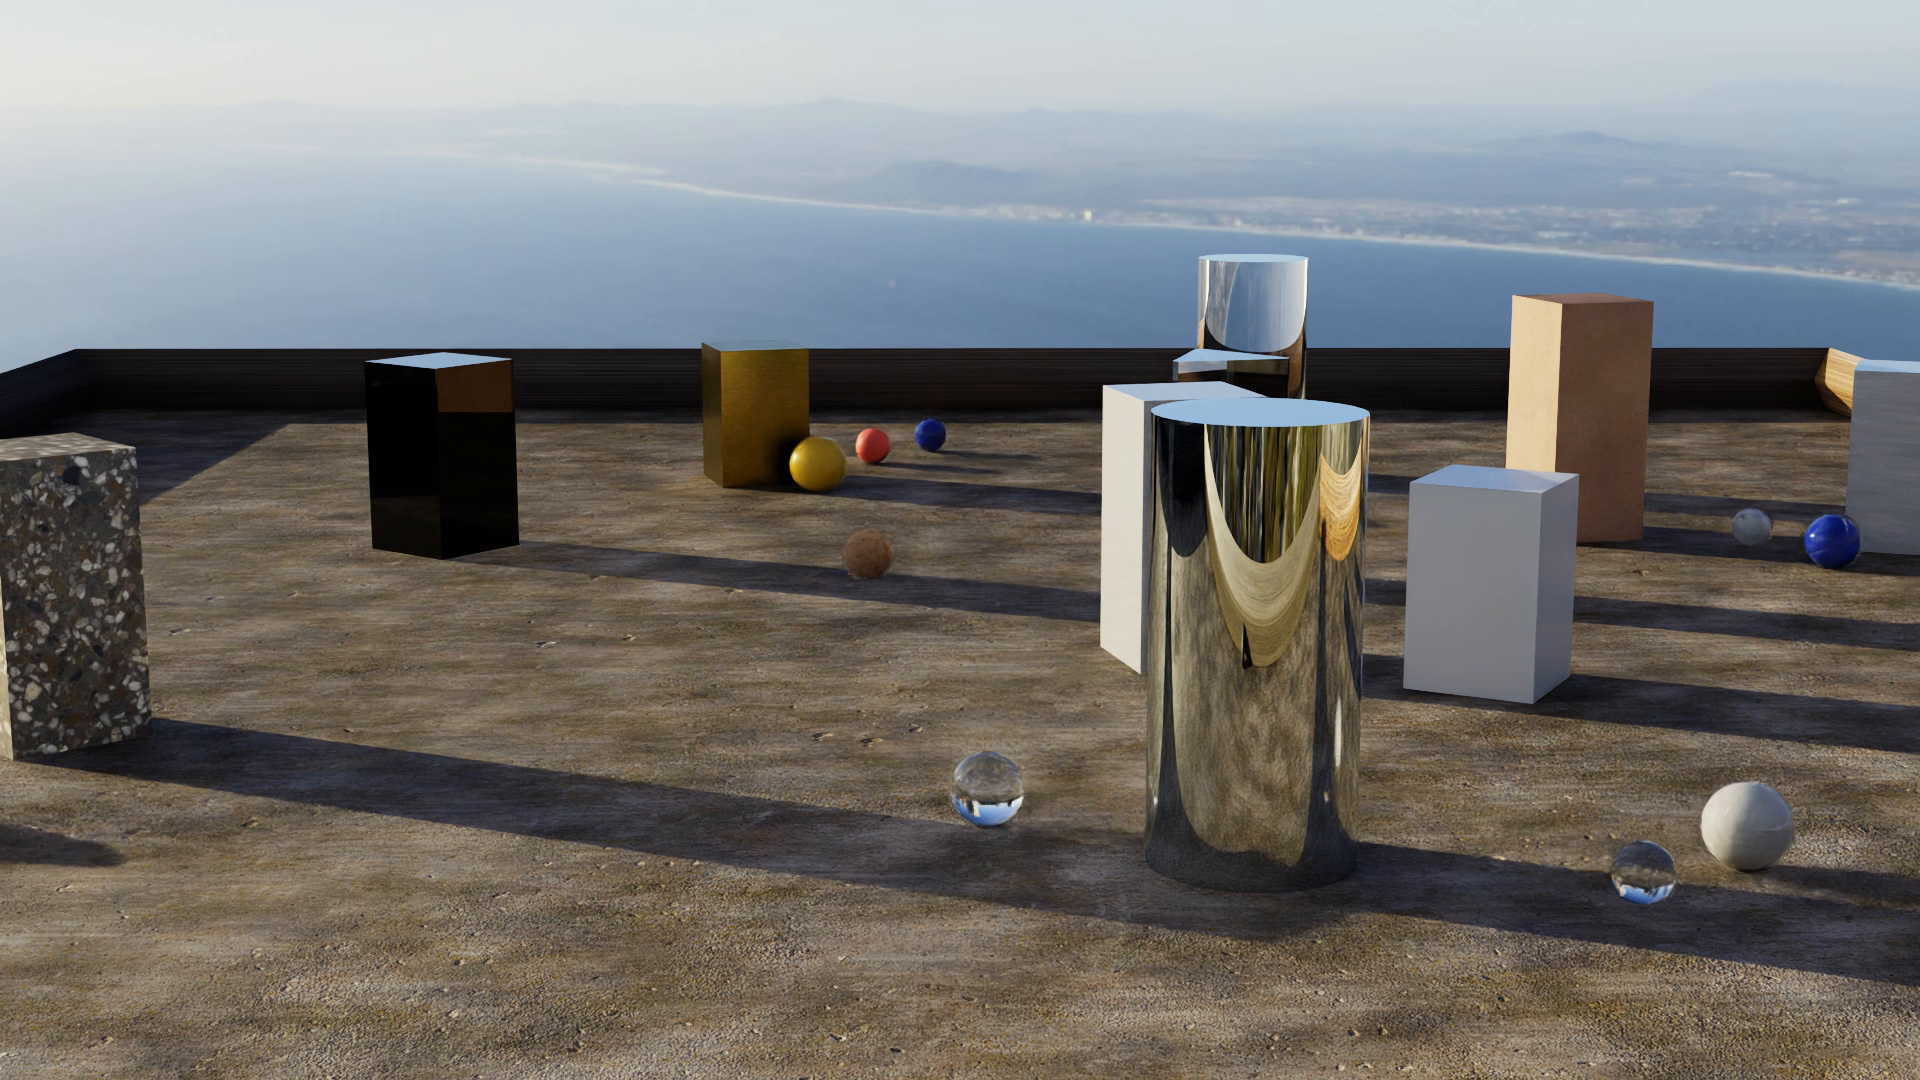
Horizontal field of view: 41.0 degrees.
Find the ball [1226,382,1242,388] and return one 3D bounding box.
[{"bbox_3d":[0.576,-0.303,5.441,0.063,0.063,0.063,0,11,0],"label":"ball"}]

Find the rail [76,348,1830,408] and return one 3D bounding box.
[{"bbox_3d":[-0.012,-0.342,5.471,3.752,0.127,0.045,0,11,0],"label":"rail"}]

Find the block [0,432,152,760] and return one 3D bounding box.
[{"bbox_3d":[-0.999,0.056,2.798,0.156,0.319,0.156,-9,14,-42],"label":"block"}]

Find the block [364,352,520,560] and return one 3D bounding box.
[{"bbox_3d":[-0.786,-0.131,3.898,0.156,0.286,0.156,8,13,36],"label":"block"}]

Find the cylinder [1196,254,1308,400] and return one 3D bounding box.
[{"bbox_3d":[0.520,-0.309,4.578,0.195,0.388,0.195,0,11,0],"label":"cylinder"}]

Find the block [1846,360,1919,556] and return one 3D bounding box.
[{"bbox_3d":[1.442,-0.127,3.912,0.156,0.274,0.156,4,11,22],"label":"block"}]

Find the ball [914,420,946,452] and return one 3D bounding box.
[{"bbox_3d":[-0.056,-0.199,4.885,0.061,0.061,0.061,0,11,0],"label":"ball"}]

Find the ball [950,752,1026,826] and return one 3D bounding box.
[{"bbox_3d":[0.027,0.241,2.481,0.073,0.073,0.073,0,11,0],"label":"ball"}]

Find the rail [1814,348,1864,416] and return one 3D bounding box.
[{"bbox_3d":[1.852,0.031,3.459,0.045,0.127,4.160,0,11,0],"label":"rail"}]

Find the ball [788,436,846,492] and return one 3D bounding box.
[{"bbox_3d":[-0.246,-0.131,4.416,0.098,0.098,0.098,0,11,0],"label":"ball"}]

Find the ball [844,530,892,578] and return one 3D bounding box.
[{"bbox_3d":[-0.132,0.020,3.678,0.071,0.071,0.071,0,11,0],"label":"ball"}]

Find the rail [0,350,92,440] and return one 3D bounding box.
[{"bbox_3d":[-1.852,0.035,3.438,0.045,0.127,4.160,0,11,0],"label":"rail"}]

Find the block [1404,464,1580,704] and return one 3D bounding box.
[{"bbox_3d":[0.630,0.049,3.041,0.156,0.247,0.156,6,12,28],"label":"block"}]

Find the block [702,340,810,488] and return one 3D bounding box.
[{"bbox_3d":[-0.362,-0.226,4.541,0.156,0.239,0.156,-3,11,-18],"label":"block"}]

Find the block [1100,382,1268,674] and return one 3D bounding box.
[{"bbox_3d":[0.274,-0.019,3.168,0.156,0.333,0.156,-3,11,-15],"label":"block"}]

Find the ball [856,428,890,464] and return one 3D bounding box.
[{"bbox_3d":[-0.161,-0.174,4.737,0.065,0.065,0.065,0,11,0],"label":"ball"}]

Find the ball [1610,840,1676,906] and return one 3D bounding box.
[{"bbox_3d":[0.599,0.292,2.250,0.056,0.056,0.056,0,11,0],"label":"ball"}]

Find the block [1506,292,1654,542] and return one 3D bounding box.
[{"bbox_3d":[0.963,-0.193,4.004,0.156,0.369,0.156,-3,11,-16],"label":"block"}]

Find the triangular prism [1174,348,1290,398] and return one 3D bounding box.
[{"bbox_3d":[0.364,-0.108,3.688,0.169,0.319,0.146,-3,11,-13],"label":"triangular prism"}]

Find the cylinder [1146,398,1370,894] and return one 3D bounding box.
[{"bbox_3d":[0.269,0.091,2.341,0.195,0.419,0.195,0,11,0],"label":"cylinder"}]

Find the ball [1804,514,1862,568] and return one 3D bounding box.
[{"bbox_3d":[1.277,0.002,3.753,0.079,0.079,0.079,0,11,0],"label":"ball"}]

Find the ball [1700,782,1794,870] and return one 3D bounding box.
[{"bbox_3d":[0.720,0.262,2.346,0.081,0.081,0.081,0,11,0],"label":"ball"}]

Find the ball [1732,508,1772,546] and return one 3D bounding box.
[{"bbox_3d":[1.212,-0.020,3.927,0.059,0.059,0.059,0,11,0],"label":"ball"}]
